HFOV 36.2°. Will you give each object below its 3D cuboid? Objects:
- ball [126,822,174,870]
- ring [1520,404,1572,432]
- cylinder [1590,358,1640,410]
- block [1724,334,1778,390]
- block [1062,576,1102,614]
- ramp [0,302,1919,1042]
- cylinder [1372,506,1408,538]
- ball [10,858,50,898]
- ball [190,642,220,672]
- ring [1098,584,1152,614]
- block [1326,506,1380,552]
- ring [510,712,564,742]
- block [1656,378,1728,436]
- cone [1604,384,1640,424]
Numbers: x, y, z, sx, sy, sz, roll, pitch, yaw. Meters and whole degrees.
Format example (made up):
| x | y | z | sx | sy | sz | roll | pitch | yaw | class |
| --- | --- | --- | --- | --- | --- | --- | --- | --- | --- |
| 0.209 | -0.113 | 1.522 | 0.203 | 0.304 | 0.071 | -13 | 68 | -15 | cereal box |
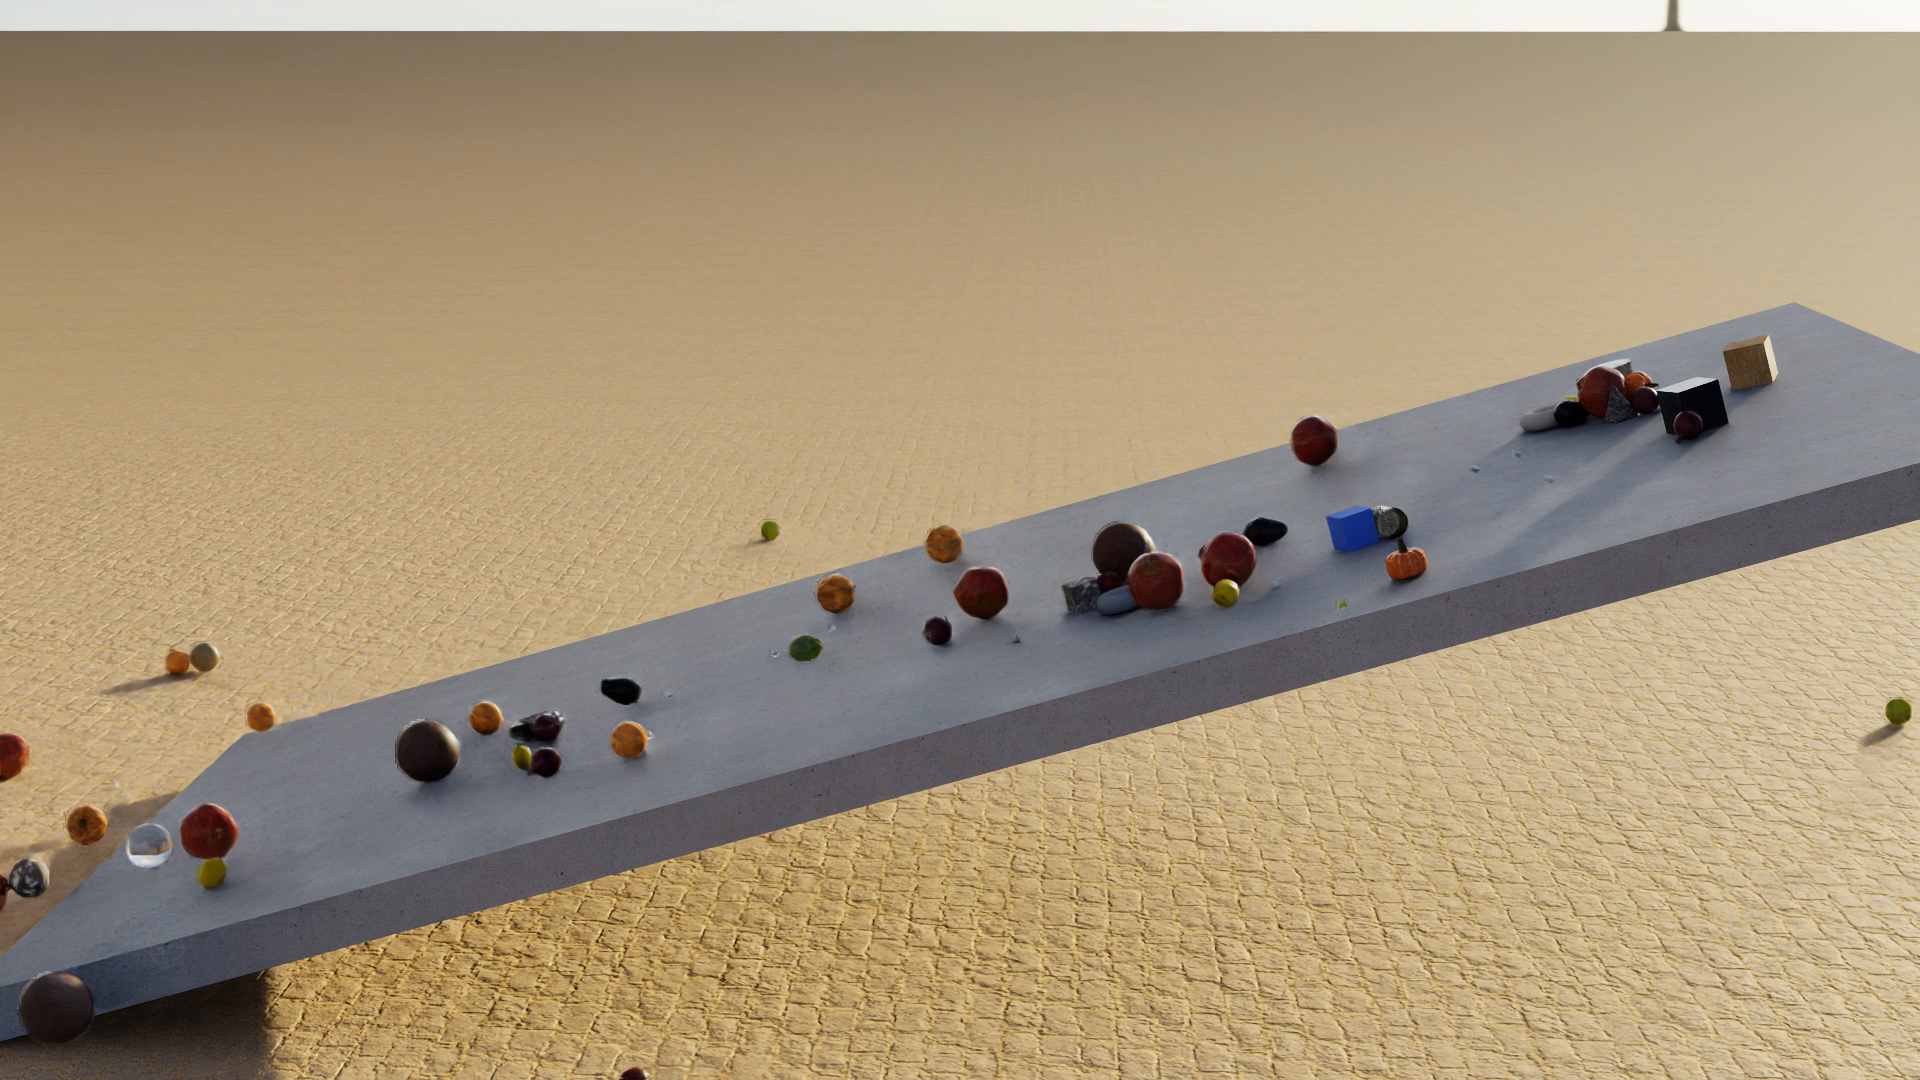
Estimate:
| x | y | z | sx | sy | sz | roll | pitch | yaw | class |
| --- | --- | --- | --- | --- | --- | --- | --- | --- | --- |
| -1.689 | 0.639 | 6.132 | 0.097 | 0.097 | 0.097 | 0 | 11 | 0 | ball |
| 1.296 | -0.271 | 6.500 | 0.118 | 0.039 | 0.118 | -16 | 8 | 2 | ring |
| 1.446 | -0.343 | 6.497 | 0.091 | 0.091 | 0.091 | -16 | 10 | 3 | cylinder |
| 1.697 | -0.381 | 6.314 | 0.087 | 0.087 | 0.087 | -12 | 11 | 25 | block |
| 0.251 | 0.113 | 6.003 | 0.058 | 0.058 | 0.058 | -19 | 10 | -15 | block |
| 0.088 | 0.188 | 6.322 | 4.000 | 0.100 | 2.000 | -16 | 10 | 5 | ramp |
| 0.850 | -0.036 | 5.848 | 0.060 | 0.060 | 0.060 | -3 | 6 | -17 | cylinder |
| -1.977 | 0.718 | 6.251 | 0.083 | 0.083 | 0.083 | 0 | 11 | 0 | ball |
| -2.200 | 0.341 | 8.567 | 0.084 | 0.084 | 0.084 | 0 | 11 | 0 | ball |
| 0.330 | 0.118 | 5.903 | 0.116 | 0.039 | 0.116 | -17 | 7 | 2 | ring |
| 0.782 | -0.023 | 5.856 | 0.069 | 0.069 | 0.069 | -19 | 10 | -15 | block |
| -0.913 | 0.404 | 6.346 | 0.122 | 0.041 | 0.122 | -15 | 11 | 3 | ring |
| 1.498 | -0.273 | 6.014 | 0.093 | 0.093 | 0.093 | -18 | 10 | -12 | block |
| 1.415 | -0.298 | 6.336 | 0.079 | 0.079 | 0.079 | -16 | 10 | 3 | cone |
